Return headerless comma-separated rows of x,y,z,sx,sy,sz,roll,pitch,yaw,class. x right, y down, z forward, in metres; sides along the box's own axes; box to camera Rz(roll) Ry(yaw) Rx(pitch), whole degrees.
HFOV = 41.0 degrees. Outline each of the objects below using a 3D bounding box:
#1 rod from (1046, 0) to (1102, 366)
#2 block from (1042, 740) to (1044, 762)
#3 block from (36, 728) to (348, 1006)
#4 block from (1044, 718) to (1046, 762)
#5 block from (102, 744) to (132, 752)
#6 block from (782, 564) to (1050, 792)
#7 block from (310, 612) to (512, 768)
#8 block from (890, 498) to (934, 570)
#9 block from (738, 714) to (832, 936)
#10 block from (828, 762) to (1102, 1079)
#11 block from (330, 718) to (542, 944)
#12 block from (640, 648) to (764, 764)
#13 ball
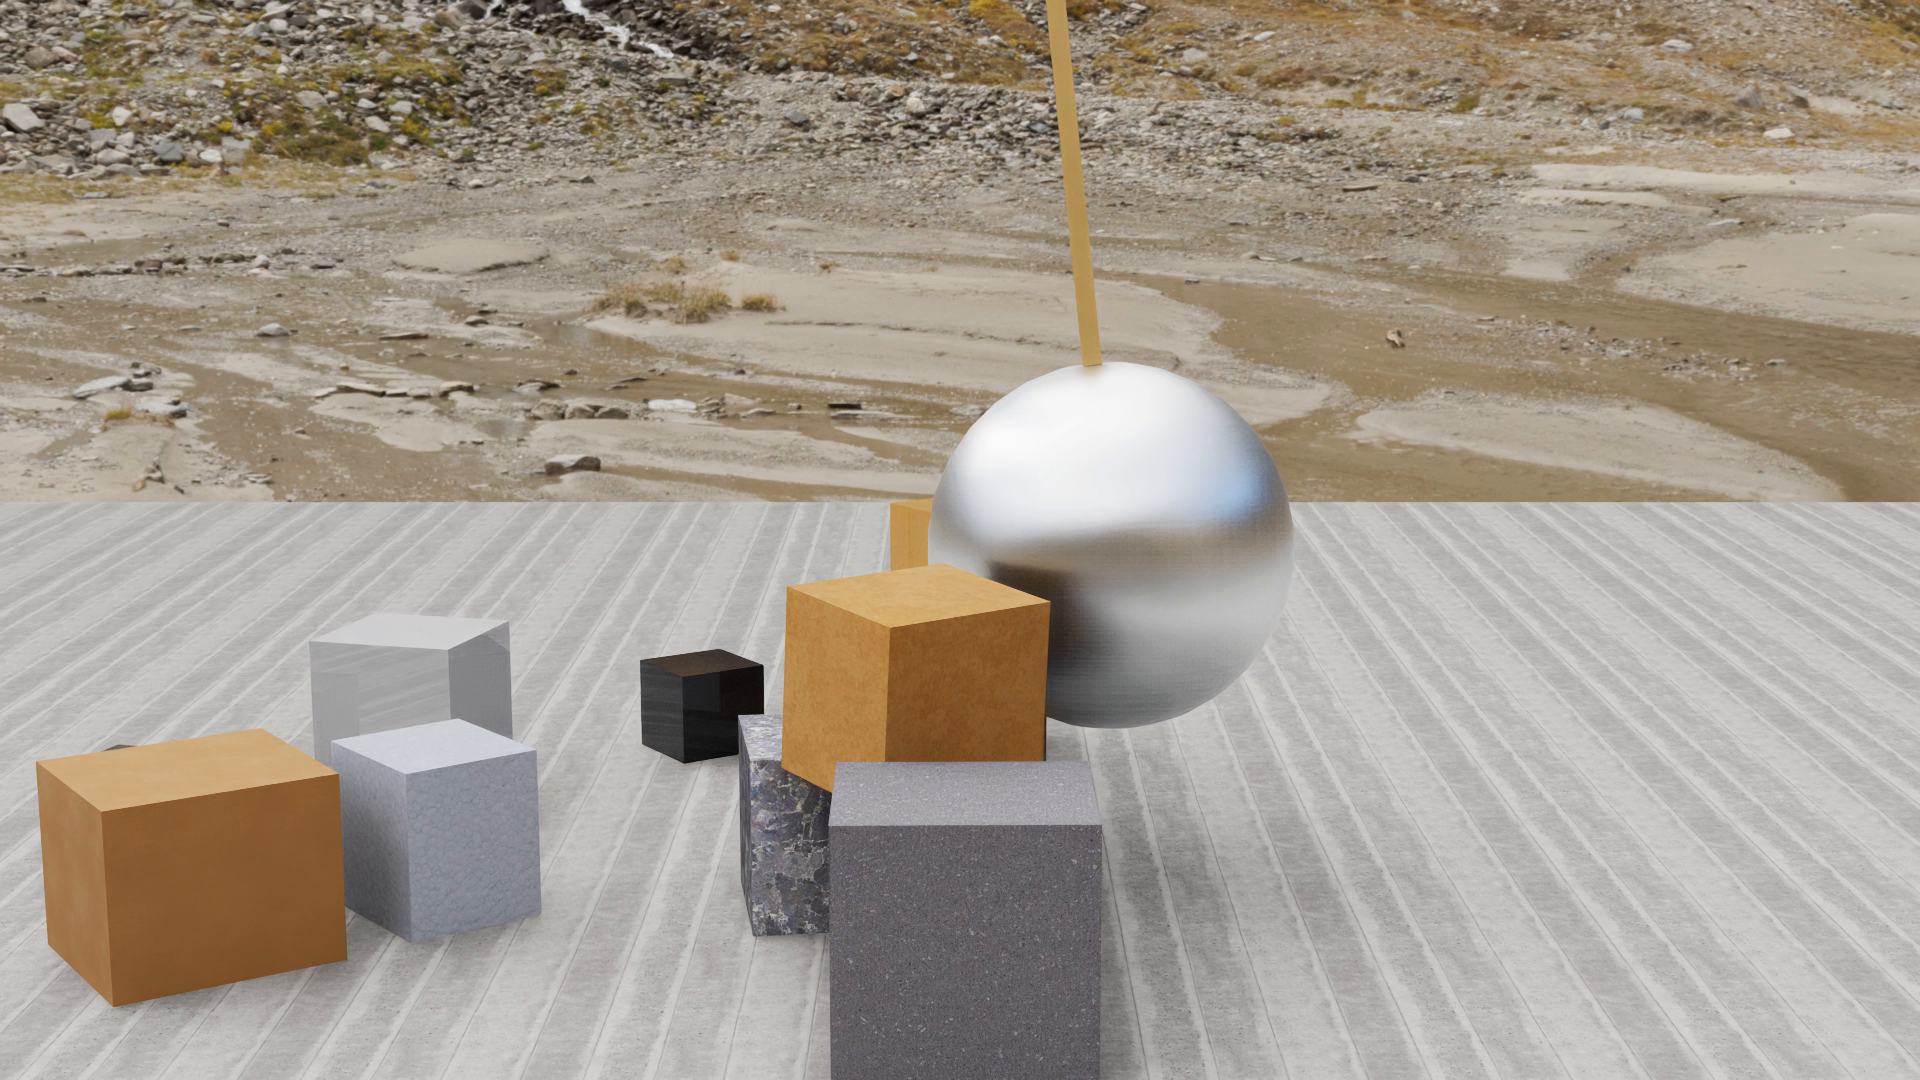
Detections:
0.284,-3.301,10.580,0.080,5.200,0.080,-6,10,1,rod
0.003,0.848,12.443,0.782,0.880,0.871,0,10,0,block
-3.093,1.288,10.321,0.934,0.772,0.875,-7,12,-34,block
-0.020,0.708,13.320,0.909,0.840,0.890,0,10,0,block
-3.817,1.203,11.831,0.412,0.401,0.411,3,11,17,block
-0.181,0.578,10.187,0.782,0.753,0.690,-8,17,-37,block
-2.692,0.844,12.650,0.730,0.813,0.682,3,11,15,block
0.046,0.092,12.626,0.581,0.542,0.528,-7,13,-35,block
-0.569,1.190,10.930,0.690,0.748,0.761,-2,10,-8,block
0.013,1.375,9.376,0.949,0.940,0.834,0,10,-1,block
-2.219,1.217,10.869,0.604,0.717,0.679,-8,13,-38,block
-1.357,0.868,13.508,0.480,0.459,0.472,-7,12,-34,block
0.656,0.024,11.185,1.600,1.600,1.600,0,10,0,ball
